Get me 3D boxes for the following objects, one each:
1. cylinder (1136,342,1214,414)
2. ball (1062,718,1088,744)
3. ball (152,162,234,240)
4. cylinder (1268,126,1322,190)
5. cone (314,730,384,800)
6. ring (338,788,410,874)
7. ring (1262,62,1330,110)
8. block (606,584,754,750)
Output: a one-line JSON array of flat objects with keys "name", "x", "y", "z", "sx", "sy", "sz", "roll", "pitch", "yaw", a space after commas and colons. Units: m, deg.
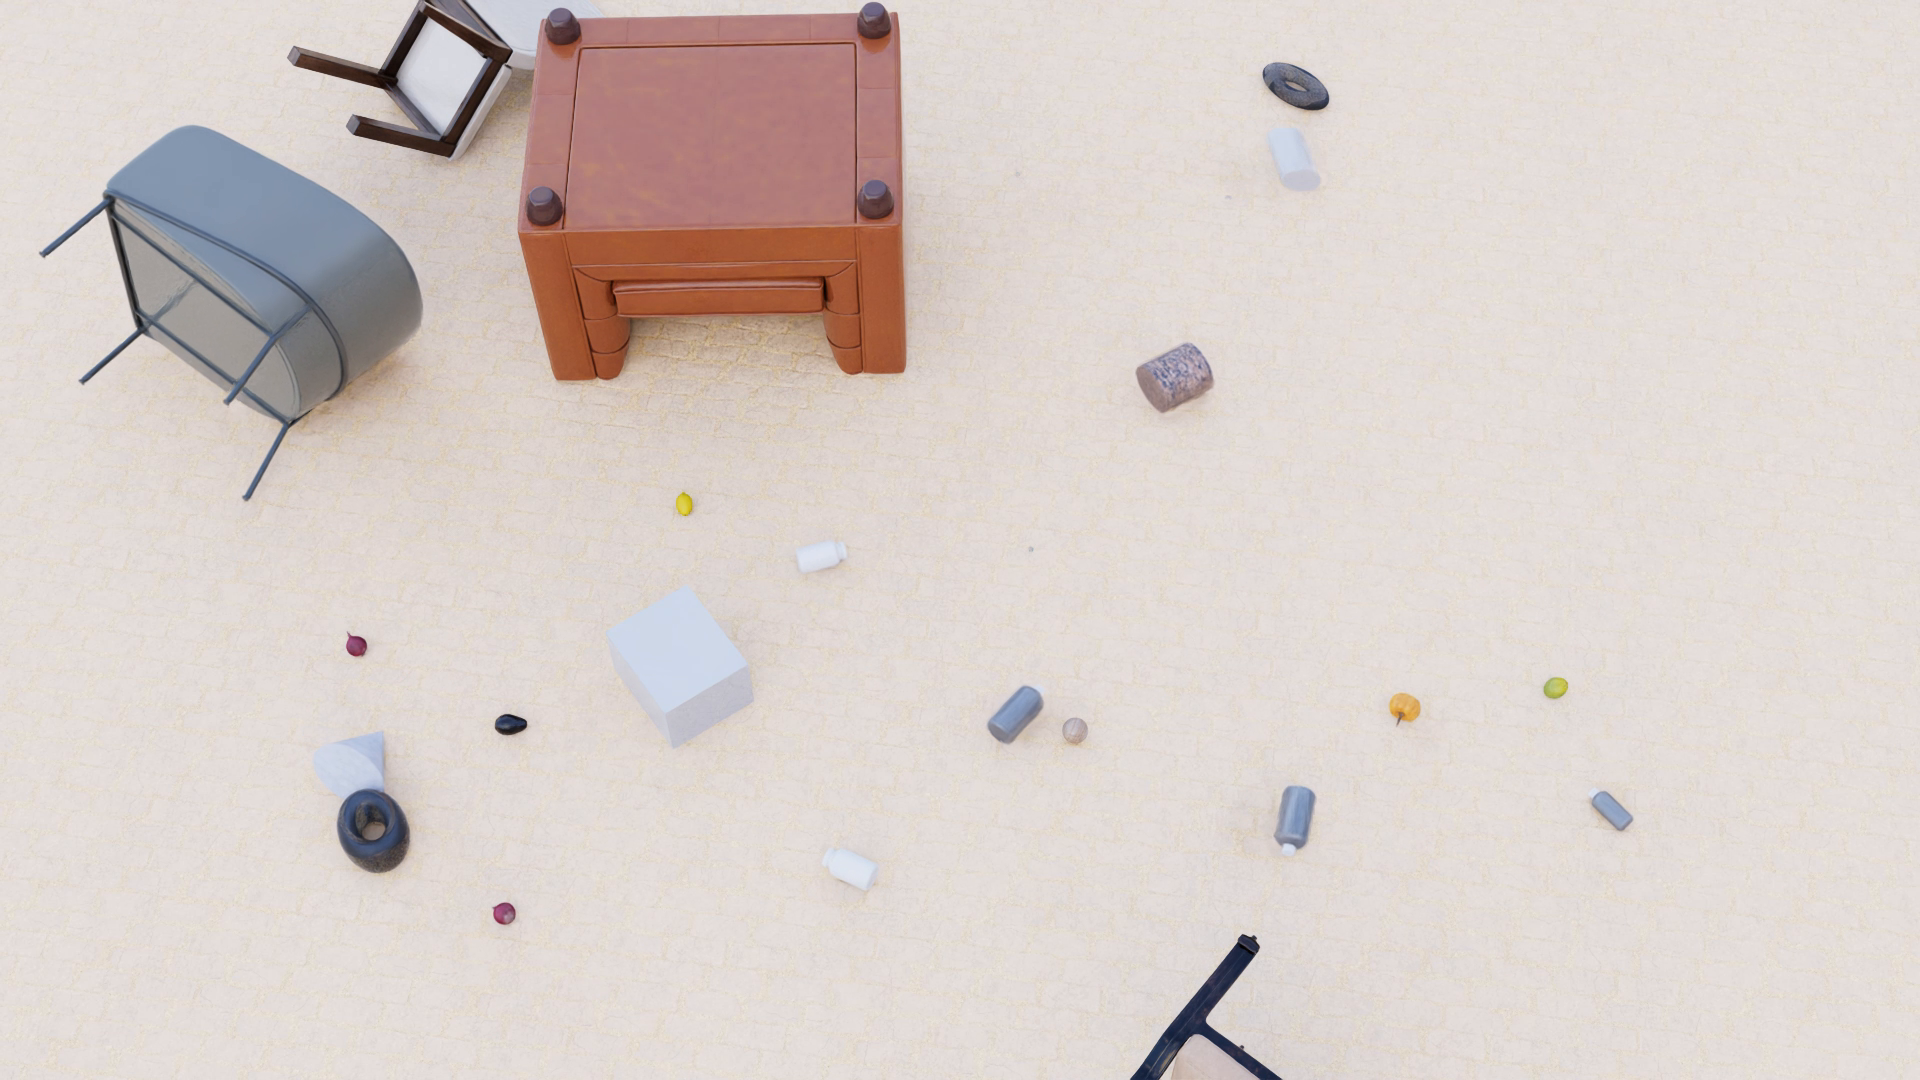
[{"name": "cylinder", "x": 0.669, "y": -0.504, "z": 6.828, "sx": 0.178, "sy": 0.139, "sz": 0.170, "roll": -27, "pitch": 65, "yaw": -17}, {"name": "ball", "x": 0.323, "y": 0.535, "z": 6.171, "sx": 0.074, "sy": 0.074, "sz": 0.074, "roll": 0, "pitch": 56, "yaw": 0}, {"name": "ball", "x": -2.499, "y": -1.103, "z": 7.164, "sx": 0.250, "sy": 0.250, "sz": 0.250, "roll": 0, "pitch": 56, "yaw": 0}, {"name": "cylinder", "x": 1.120, "y": -1.277, "z": 7.366, "sx": 0.145, "sy": 0.094, "sz": 0.201, "roll": 8, "pitch": 51, "yaw": -29}, {"name": "cone", "x": -1.655, "y": 0.590, "z": 6.125, "sx": 0.216, "sy": 0.186, "sz": 0.211, "roll": 38, "pitch": 32, "yaw": -9}, {"name": "ring", "x": -1.592, "y": 0.789, "z": 5.970, "sx": 0.186, "sy": 0.127, "sz": 0.244, "roll": -22, "pitch": 60, "yaw": -16}, {"name": "ring", "x": 1.159, "y": -1.566, "z": 7.588, "sx": 0.270, "sy": 0.062, "sz": 0.144, "roll": 37, "pitch": 65, "yaw": 23}, {"name": "block", "x": -0.790, "y": 0.358, "z": 6.209, "sx": 0.270, "sy": 0.207, "sz": 0.323, "roll": -31, "pitch": 61, "yaw": -19}]
